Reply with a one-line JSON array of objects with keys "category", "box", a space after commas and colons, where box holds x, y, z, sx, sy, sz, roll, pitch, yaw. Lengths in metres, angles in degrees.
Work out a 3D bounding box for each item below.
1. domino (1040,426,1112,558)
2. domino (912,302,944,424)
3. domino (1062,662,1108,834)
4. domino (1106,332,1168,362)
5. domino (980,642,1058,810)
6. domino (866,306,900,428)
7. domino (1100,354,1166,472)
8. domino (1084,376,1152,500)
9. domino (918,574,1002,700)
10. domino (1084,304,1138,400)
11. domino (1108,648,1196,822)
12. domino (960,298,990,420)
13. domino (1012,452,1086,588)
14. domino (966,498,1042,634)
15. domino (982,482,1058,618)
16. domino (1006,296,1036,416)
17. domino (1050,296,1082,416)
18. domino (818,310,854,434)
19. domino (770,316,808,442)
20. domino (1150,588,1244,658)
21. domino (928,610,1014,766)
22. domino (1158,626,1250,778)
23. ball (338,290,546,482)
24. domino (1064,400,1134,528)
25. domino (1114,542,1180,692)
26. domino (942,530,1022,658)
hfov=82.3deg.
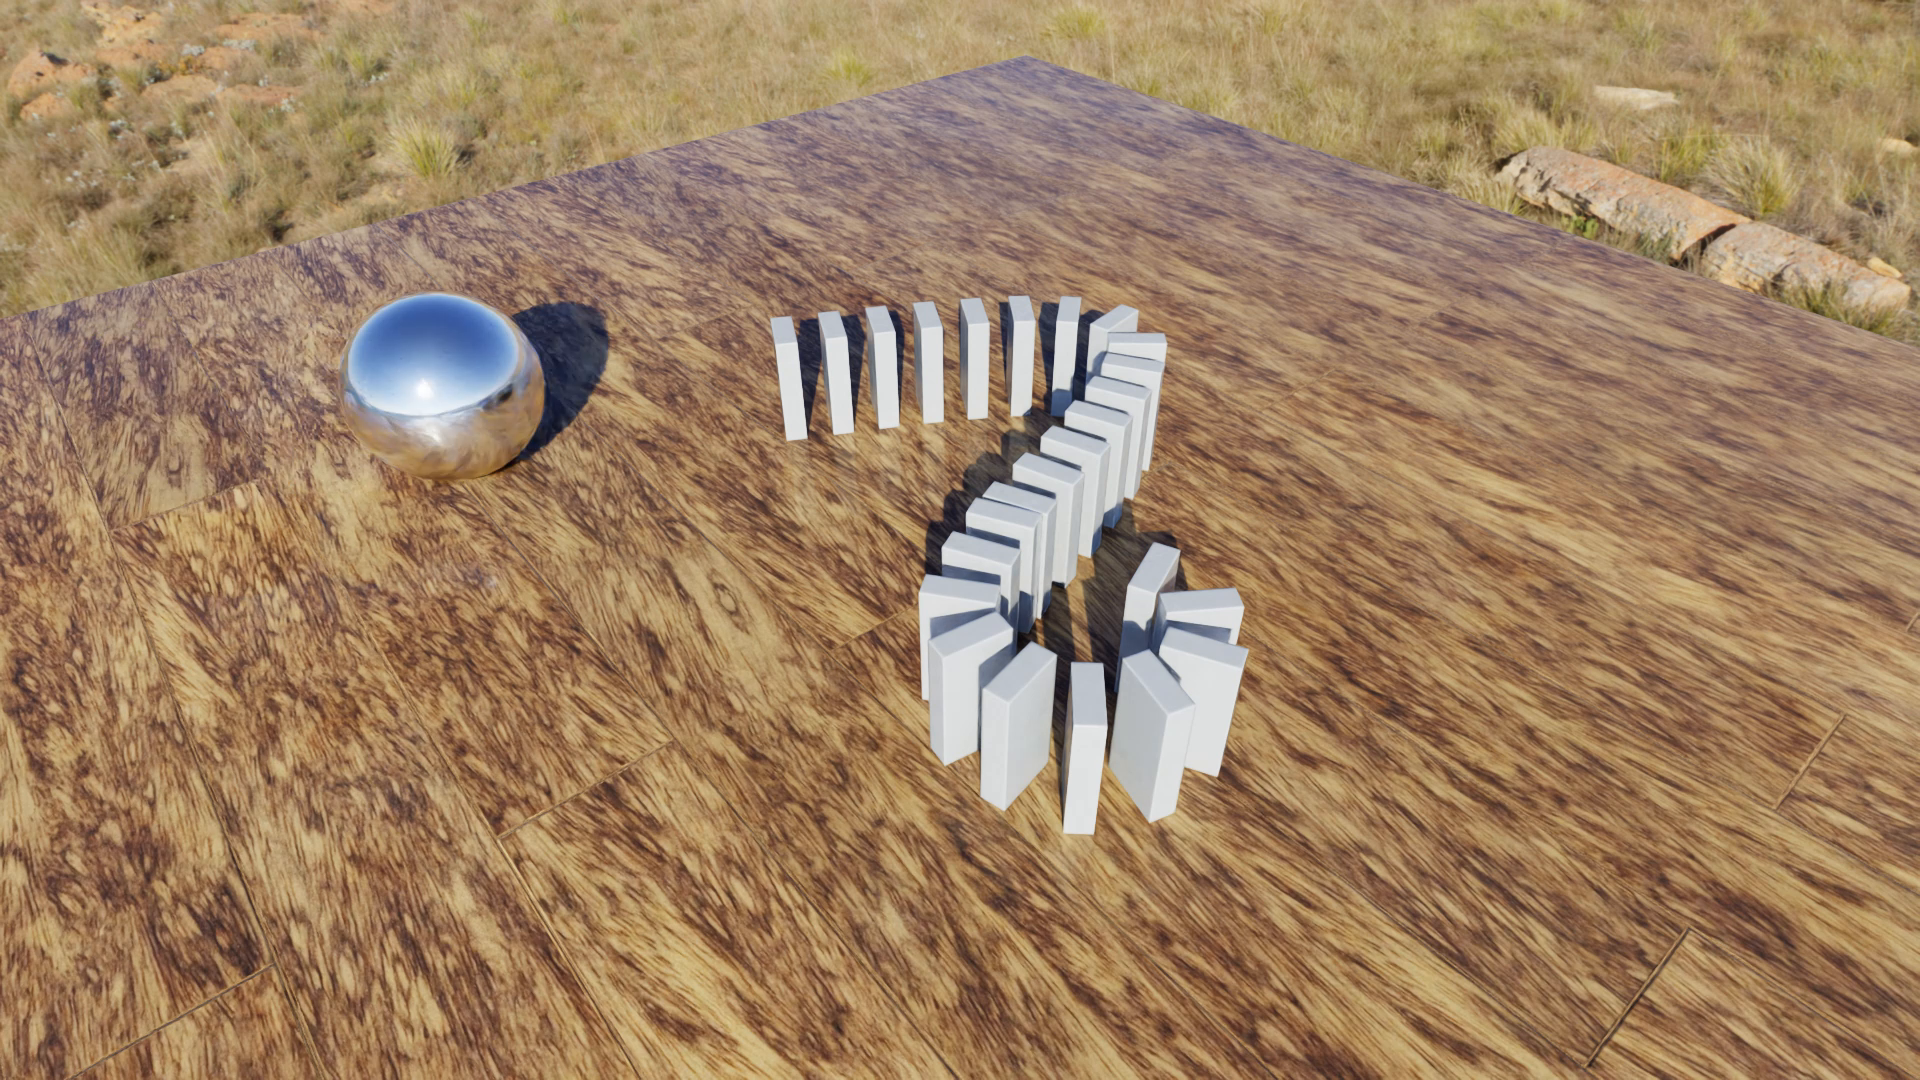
[{"category": "domino", "box": [0.044, -0.019, 0.434, 0.025, 0.050, 0.010, 21, 44, 24]}, {"category": "domino", "box": [-0.015, -0.082, 0.512, 0.009, 0.050, 0.025, -7, 40, -8]}, {"category": "domino", "box": [0.037, 0.064, 0.334, 0.010, 0.050, 0.025, 2, 39, 2]}, {"category": "domino", "box": [0.077, -0.069, 0.495, 0.025, 0.050, 0.009, 1, 39, 1]}, {"category": "domino", "box": [0.018, 0.058, 0.341, 0.009, 0.050, 0.025, 26, 46, 28]}, {"category": "domino", "box": [-0.036, -0.080, 0.509, 0.009, 0.050, 0.025, -8, 40, -10]}, {"category": "domino", "box": [0.073, -0.055, 0.479, 0.025, 0.050, 0.010, 12, 41, 14]}, {"category": "domino", "box": [0.065, -0.043, 0.463, 0.025, 0.050, 0.010, 17, 42, 20]}, {"category": "domino", "box": [0.000, 0.035, 0.369, 0.025, 0.050, 0.010, 8, 40, 10]}, {"category": "domino", "box": [0.070, -0.081, 0.510, 0.009, 0.050, 0.025, 28, 47, 30]}, {"category": "domino", "box": [0.058, 0.061, 0.338, 0.009, 0.050, 0.025, -16, 42, -19]}, {"category": "domino", "box": [0.007, -0.085, 0.515, 0.010, 0.050, 0.025, -5, 40, -6]}, {"category": "domino", "box": [0.033, -0.007, 0.420, 0.025, 0.050, 0.010, 22, 44, 24]}, {"category": "domino", "box": [0.015, 0.010, 0.399, 0.025, 0.050, 0.010, 14, 41, 17]}, {"category": "domino", "box": [0.021, 0.004, 0.406, 0.025, 0.050, 0.009, 18, 43, 20]}, {"category": "domino", "box": [0.028, -0.086, 0.517, 0.009, 0.050, 0.025, -2, 39, -3]}, {"category": "domino", "box": [0.050, -0.086, 0.516, 0.010, 0.050, 0.025, 5, 40, 7]}, {"category": "domino", "box": [-0.057, -0.076, 0.505, 0.009, 0.050, 0.025, -9, 40, -10]}, {"category": "domino", "box": [-0.078, -0.073, 0.501, 0.009, 0.050, 0.025, -8, 40, -10]}, {"category": "domino", "box": [0.077, 0.038, 0.365, 0.025, 0.050, 0.010, -4, 40, -5]}, {"category": "domino", "box": [0.003, 0.048, 0.353, 0.025, 0.050, 0.009, -21, 44, -24]}, {"category": "domino", "box": [0.074, 0.052, 0.348, 0.025, 0.050, 0.010, 15, 42, 18]}, {"category": "ball", "box": [-0.218, -0.065, 0.467, 0.080, 0.080, 0.080, 0, 39, 0]}, {"category": "domino", "box": [0.055, -0.030, 0.449, 0.025, 0.050, 0.010, 19, 43, 22]}, {"category": "domino", "box": [0.064, 0.028, 0.377, 0.010, 0.050, 0.025, 18, 43, 21]}, {"category": "domino", "box": [0.007, 0.022, 0.384, 0.025, 0.050, 0.009, 15, 42, 18]}]
